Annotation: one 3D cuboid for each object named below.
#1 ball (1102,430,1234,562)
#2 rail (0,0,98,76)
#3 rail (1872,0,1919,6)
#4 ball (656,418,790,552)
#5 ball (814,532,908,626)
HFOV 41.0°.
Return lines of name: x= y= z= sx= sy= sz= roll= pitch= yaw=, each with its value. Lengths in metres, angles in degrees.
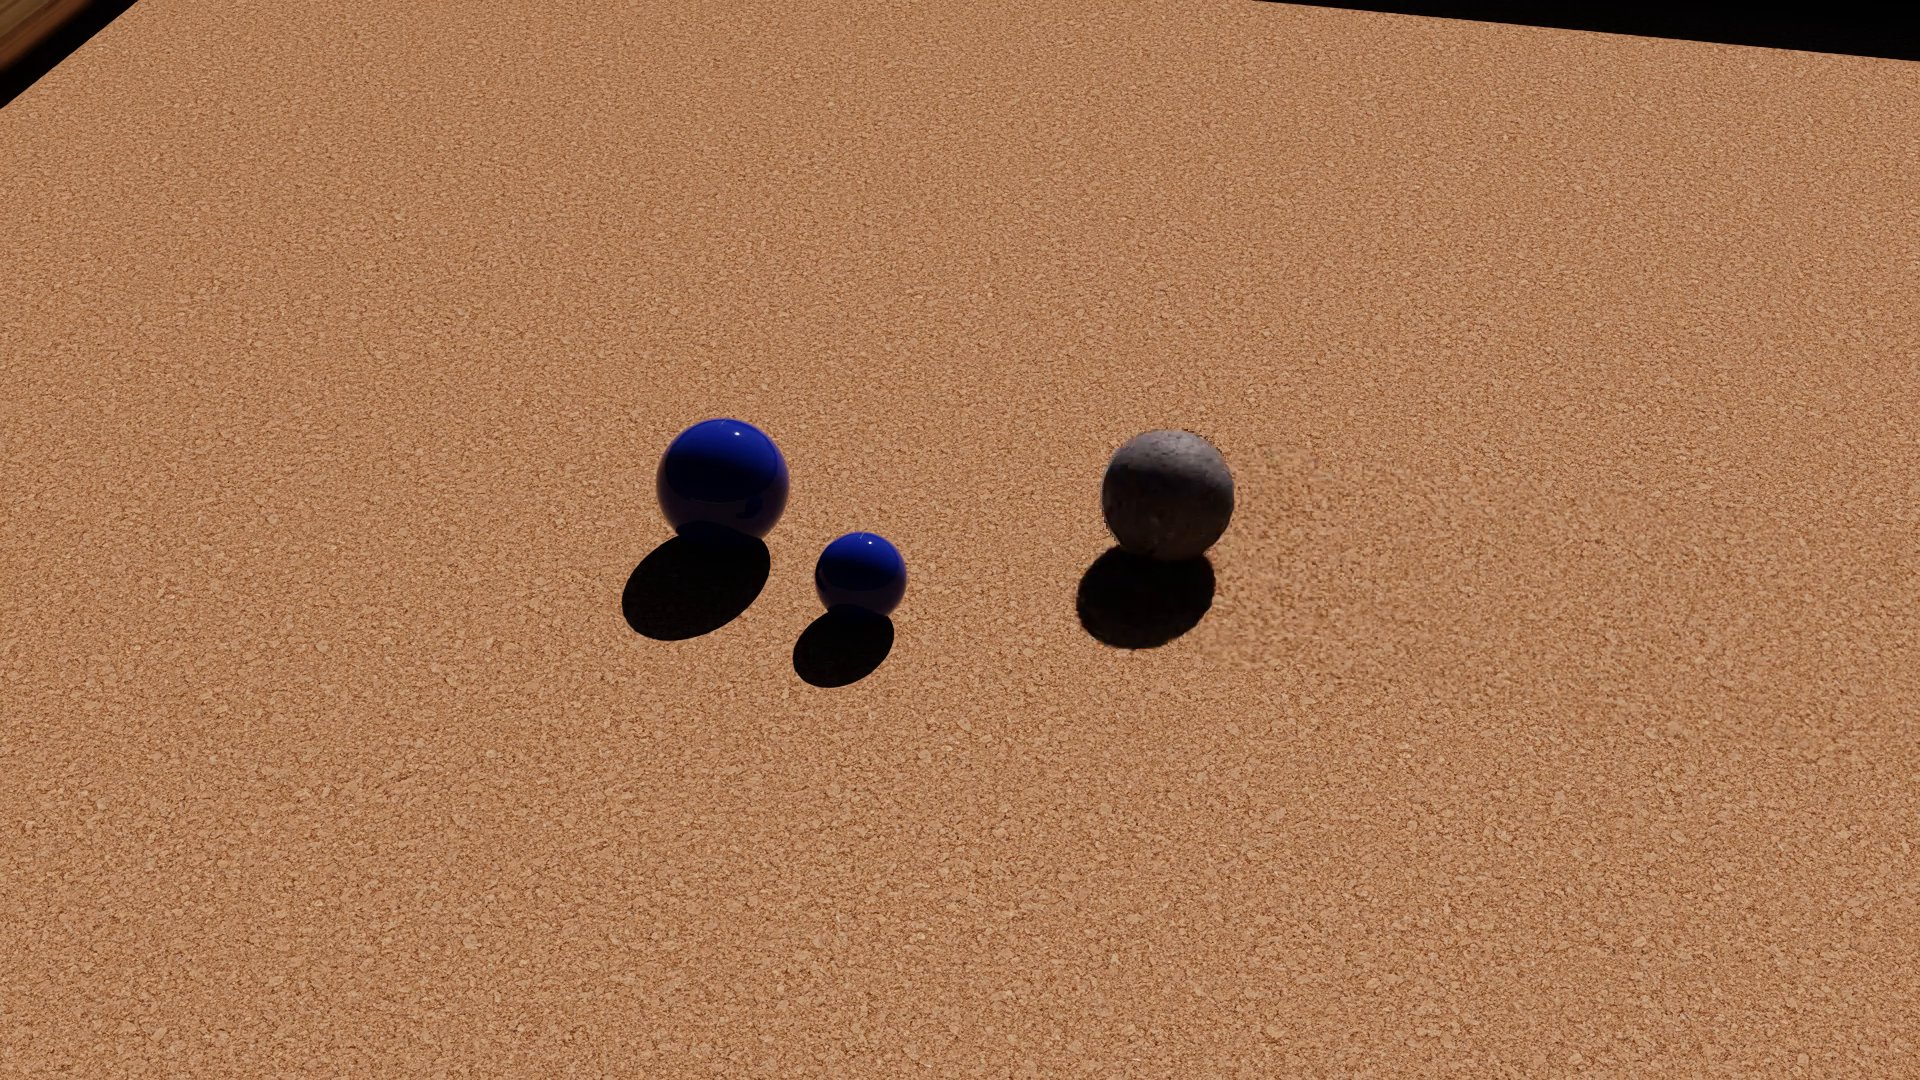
ball: x=0.148 y=-0.031 z=1.818 sx=0.094 sy=0.094 sz=0.094 roll=0 pitch=35 yaw=0
rail: x=-1.058 y=-0.162 z=1.978 sx=0.045 sy=0.125 sz=2.461 roll=8 pitch=35 yaw=11
rail: x=1.359 y=-0.541 z=2.527 sx=4.443 sy=0.125 sz=0.045 roll=8 pitch=35 yaw=11
ball: x=-0.169 y=-0.039 z=1.828 sx=0.096 sy=0.096 sz=0.096 roll=0 pitch=35 yaw=0
ball: x=-0.068 y=0.026 z=1.761 sx=0.064 sy=0.064 sz=0.064 roll=0 pitch=35 yaw=0
